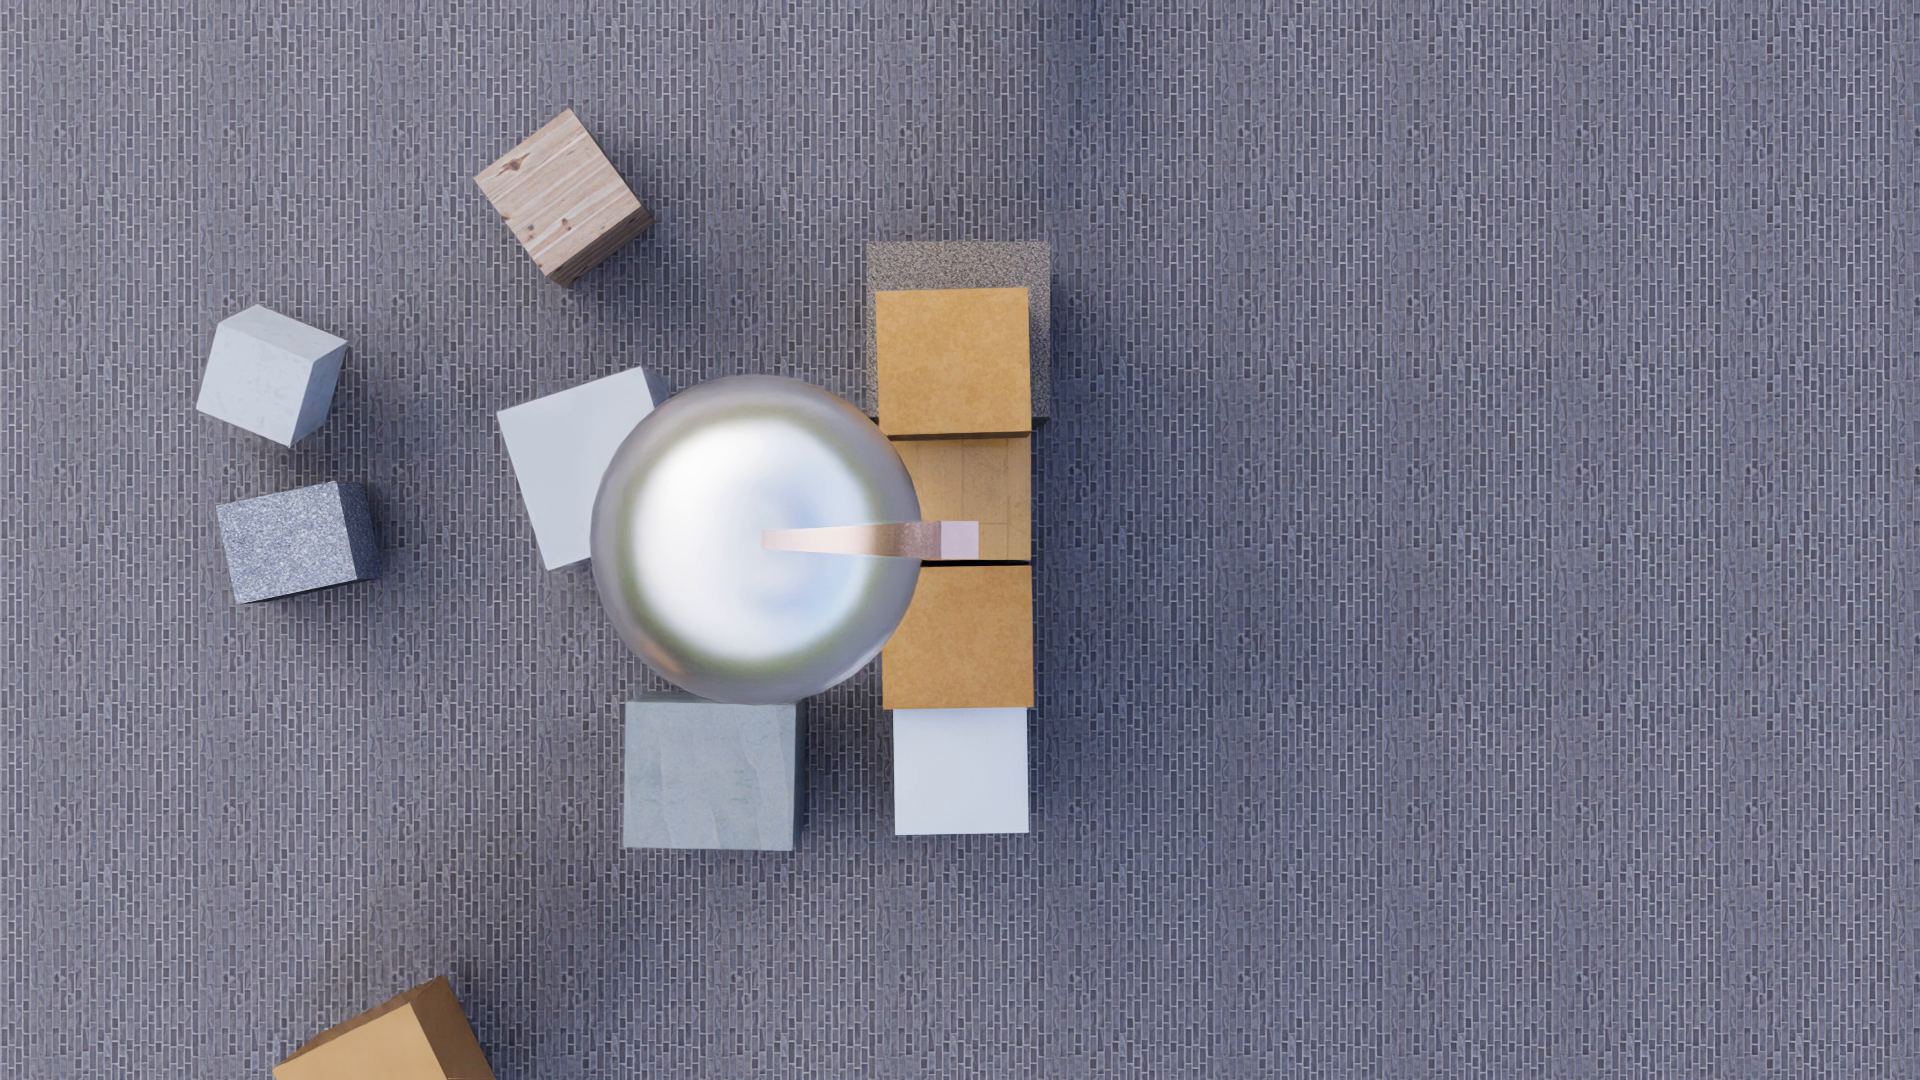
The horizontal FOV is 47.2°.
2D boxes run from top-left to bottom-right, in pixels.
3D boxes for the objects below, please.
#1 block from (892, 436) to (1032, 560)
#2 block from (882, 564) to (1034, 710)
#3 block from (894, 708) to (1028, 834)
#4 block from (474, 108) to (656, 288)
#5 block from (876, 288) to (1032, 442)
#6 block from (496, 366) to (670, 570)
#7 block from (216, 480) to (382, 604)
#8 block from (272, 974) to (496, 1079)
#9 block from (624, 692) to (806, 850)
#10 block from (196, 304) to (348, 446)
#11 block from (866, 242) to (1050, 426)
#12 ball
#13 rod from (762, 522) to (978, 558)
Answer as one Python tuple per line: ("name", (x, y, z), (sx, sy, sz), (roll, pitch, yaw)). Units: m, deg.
("block", (0.008, -0.277, 12.589), (0.769, 0.822, 0.776), (0, 90, 0))
("block", (-0.016, 0.539, 12.584), (0.834, 0.832, 0.784), (-1, 90, 0))
("block", (0.005, 1.283, 12.617), (0.742, 0.765, 0.704), (-1, 90, 0))
("block", (-2.265, -1.958, 12.685), (0.670, 0.629, 0.685), (-36, 90, 0))
("block", (-0.033, -0.914, 11.611), (0.779, 0.730, 0.736), (-2, 90, 0))
("block", (-2.009, -0.393, 12.533), (0.834, 0.934, 0.912), (-18, 90, 0))
("block", (-3.811, 0.015, 12.719), (0.697, 0.562, 0.571), (-12, 90, 0))
("block", (-3.237, 3.144, 12.588), (0.848, 0.822, 0.885), (-26, 90, 0))
("block", (-1.385, 1.306, 12.579), (0.938, 0.843, 0.803), (1, 90, 0))
("block", (-3.960, -0.951, 12.673), (0.577, 0.504, 0.540), (22, 109, 0))
("block", (-0.010, -1.148, 12.488), (1.000, 1.024, 0.956), (0, 90, 0))
("ball", (-0.973, 0.000, 10.580), (1.600, 1.600, 1.600), (0, 90, 0))
("rod", (-0.422, 0.000, 7.225), (0.080, 5.200, 0.080), (0, 90, -9))
